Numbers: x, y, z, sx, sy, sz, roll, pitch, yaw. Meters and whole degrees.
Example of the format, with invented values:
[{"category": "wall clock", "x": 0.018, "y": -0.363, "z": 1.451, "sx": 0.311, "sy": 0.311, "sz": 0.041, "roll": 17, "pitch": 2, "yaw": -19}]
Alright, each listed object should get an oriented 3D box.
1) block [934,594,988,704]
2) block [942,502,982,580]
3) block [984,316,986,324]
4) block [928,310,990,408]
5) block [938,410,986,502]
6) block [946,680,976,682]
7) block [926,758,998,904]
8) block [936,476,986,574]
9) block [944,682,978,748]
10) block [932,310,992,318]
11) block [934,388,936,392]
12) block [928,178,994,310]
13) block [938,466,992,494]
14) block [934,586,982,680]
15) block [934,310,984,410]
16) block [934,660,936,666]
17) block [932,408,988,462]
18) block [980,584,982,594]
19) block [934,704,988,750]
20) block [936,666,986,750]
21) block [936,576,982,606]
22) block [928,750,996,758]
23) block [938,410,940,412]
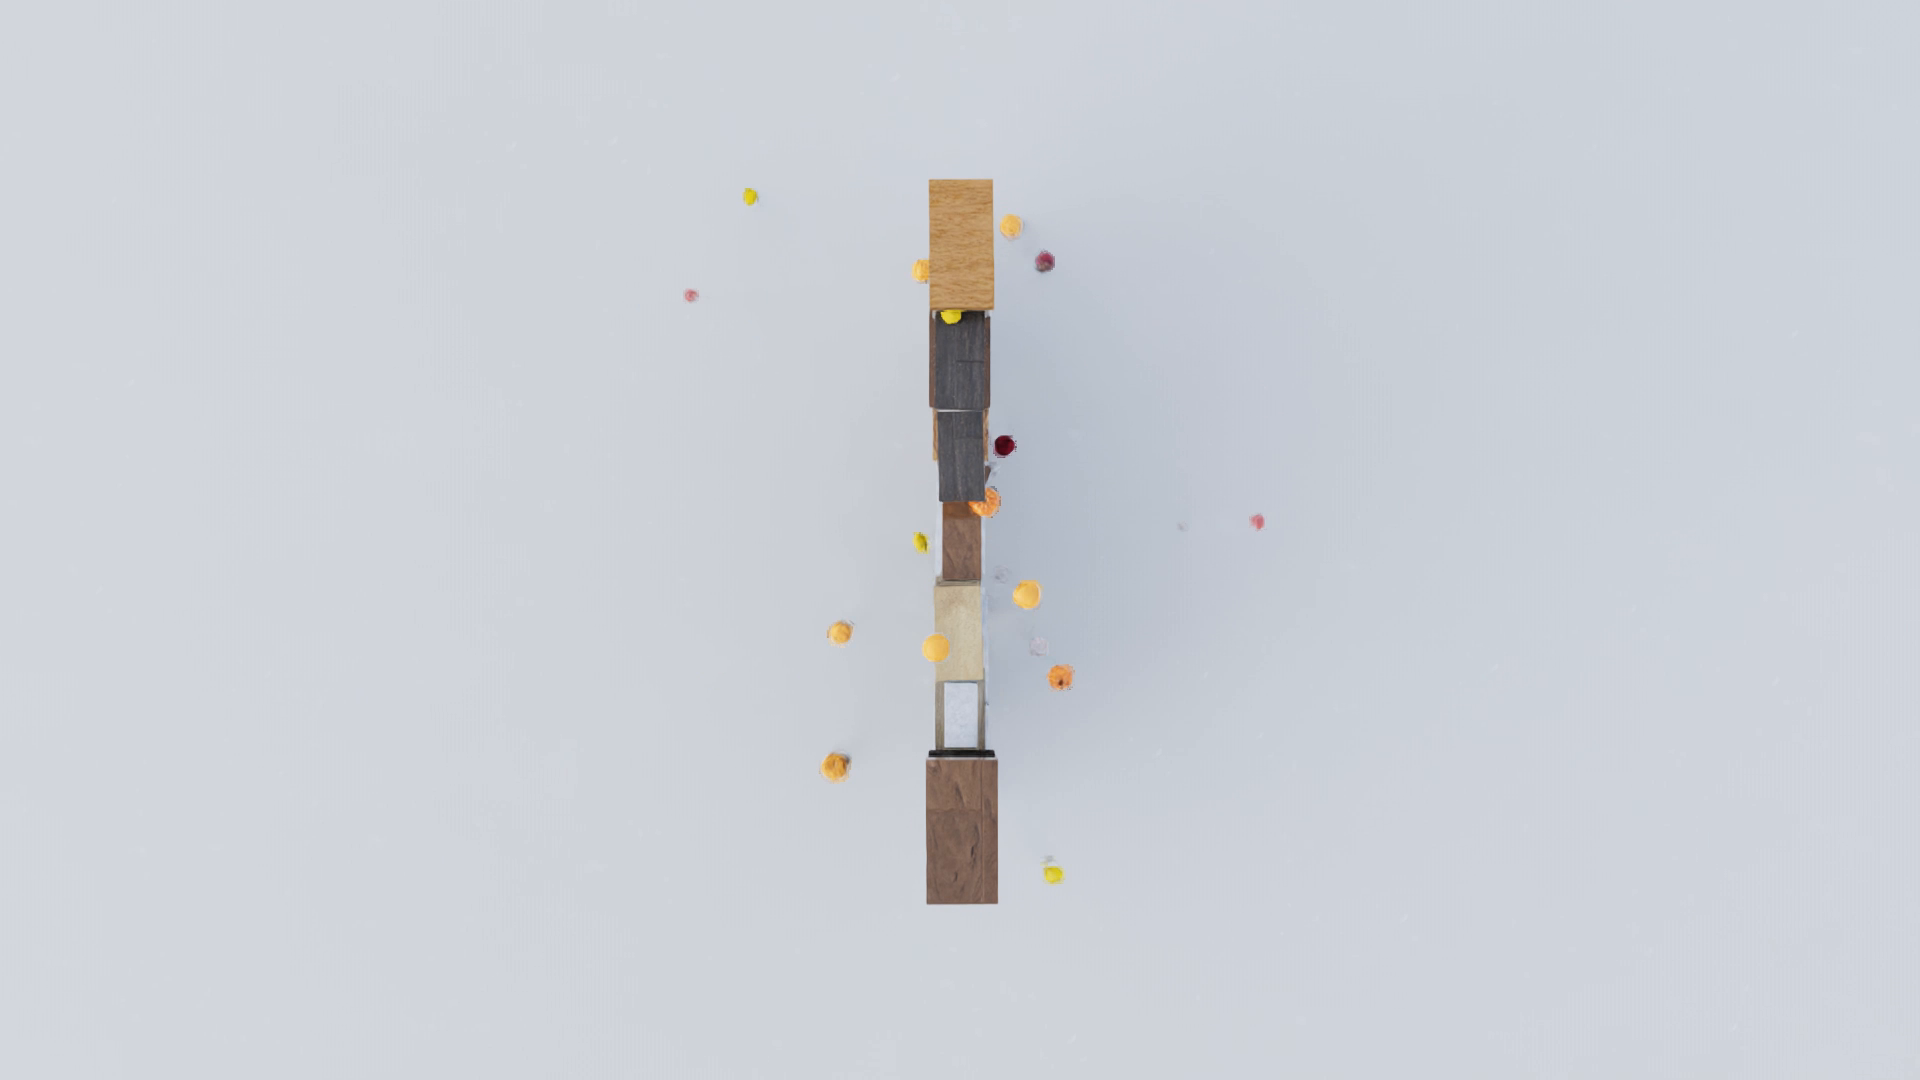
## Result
[{"category": "block", "x": 0.003, "y": 0.339, "z": 5.141, "sx": 0.167, "sy": 0.047, "sz": 0.335, "roll": 0, "pitch": 90, "yaw": 0}, {"category": "block", "x": 0.004, "y": 0.004, "z": 4.294, "sx": 0.102, "sy": 0.029, "sz": 0.203, "roll": 0, "pitch": 80, "yaw": 0}, {"category": "block", "x": -0.001, "y": -0.717, "z": 4.420, "sx": 0.134, "sy": 0.038, "sz": 0.268, "roll": 0, "pitch": 90, "yaw": 0}, {"category": "block", "x": -0.001, "y": -0.555, "z": 4.734, "sx": 0.176, "sy": 0.050, "sz": 0.351, "roll": 0, "pitch": 90, "yaw": 0}, {"category": "block", "x": 0.003, "y": -0.213, "z": 4.198, "sx": 0.116, "sy": 0.033, "sz": 0.231, "roll": -1, "pitch": 90, "yaw": 0}, {"category": "block", "x": 0.003, "y": 0.396, "z": 4.407, "sx": 0.085, "sy": 0.170, "sz": 0.024, "roll": 1, "pitch": 93, "yaw": 0}, {"category": "block", "x": 0.005, "y": 0.724, "z": 4.109, "sx": 0.179, "sy": 0.051, "sz": 0.358, "roll": 0, "pitch": 90, "yaw": 0}, {"category": "block", "x": 0.001, "y": -0.040, "z": 4.545, "sx": 0.135, "sy": 0.038, "sz": 0.270, "roll": 0, "pitch": 90, "yaw": 0}, {"category": "block", "x": 0.003, "y": 0.456, "z": 4.310, "sx": 0.085, "sy": 0.024, "sz": 0.170, "roll": 0, "pitch": 90, "yaw": 0}, {"category": "block", "x": 0.005, "y": -0.619, "z": 4.242, "sx": 0.158, "sy": 0.316, "sz": 0.045, "roll": -2, "pitch": 89, "yaw": 0}, {"category": "block", "x": -0.002, "y": -0.371, "z": 4.322, "sx": 0.124, "sy": 0.248, "sz": 0.035, "roll": 0, "pitch": 90, "yaw": 0}, {"category": "block", "x": 0.004, "y": -0.727, "z": 4.063, "sx": 0.158, "sy": 0.045, "sz": 0.316, "roll": 0, "pitch": 90, "yaw": 0}, {"category": "block", "x": 0.009, "y": -0.157, "z": 4.370, "sx": 0.116, "sy": 0.311, "sz": 0.033, "roll": 20, "pitch": 77, "yaw": 0}, {"category": "block", "x": -0.005, "y": 0.240, "z": 4.262, "sx": 0.121, "sy": 0.034, "sz": 0.242, "roll": -2, "pitch": 90, "yaw": 0}, {"category": "block", "x": -0.001, "y": -0.455, "z": 4.181, "sx": 0.124, "sy": 0.035, "sz": 0.248, "roll": 0, "pitch": 90, "yaw": 0}, {"category": "block", "x": -0.004, "y": 0.326, "z": 4.400, "sx": 0.121, "sy": 0.242, "sz": 0.034, "roll": -3, "pitch": 91, "yaw": 0}, {"category": "block", "x": 0.001, "y": -0.415, "z": 5.134, "sx": 0.171, "sy": 0.048, "sz": 0.342, "roll": 0, "pitch": 90, "yaw": 0}, {"category": "block", "x": -0.003, "y": 0.140, "z": 4.733, "sx": 0.123, "sy": 0.353, "sz": 0.035, "roll": 0, "pitch": 90, "yaw": 0}, {"category": "block", "x": 0.004, "y": 0.683, "z": 5.132, "sx": 0.172, "sy": 0.049, "sz": 0.344, "roll": 0, "pitch": 90, "yaw": 0}, {"category": "block", "x": 0.001, "y": 0.485, "z": 4.512, "sx": 0.136, "sy": 0.039, "sz": 0.272, "roll": 0, "pitch": 90, "yaw": 0}, {"category": "block", "x": -0.003, "y": 0.223, "z": 4.539, "sx": 0.123, "sy": 0.035, "sz": 0.247, "roll": -1, "pitch": 90, "yaw": 0}, {"category": "block", "x": 0.004, "y": 0.601, "z": 4.314, "sx": 0.179, "sy": 0.358, "sz": 0.051, "roll": 0, "pitch": 91, "yaw": 0}, {"category": "block", "x": -0.002, "y": -0.296, "z": 4.462, "sx": 0.115, "sy": 0.033, "sz": 0.230, "roll": 0, "pitch": 90, "yaw": 0}]
